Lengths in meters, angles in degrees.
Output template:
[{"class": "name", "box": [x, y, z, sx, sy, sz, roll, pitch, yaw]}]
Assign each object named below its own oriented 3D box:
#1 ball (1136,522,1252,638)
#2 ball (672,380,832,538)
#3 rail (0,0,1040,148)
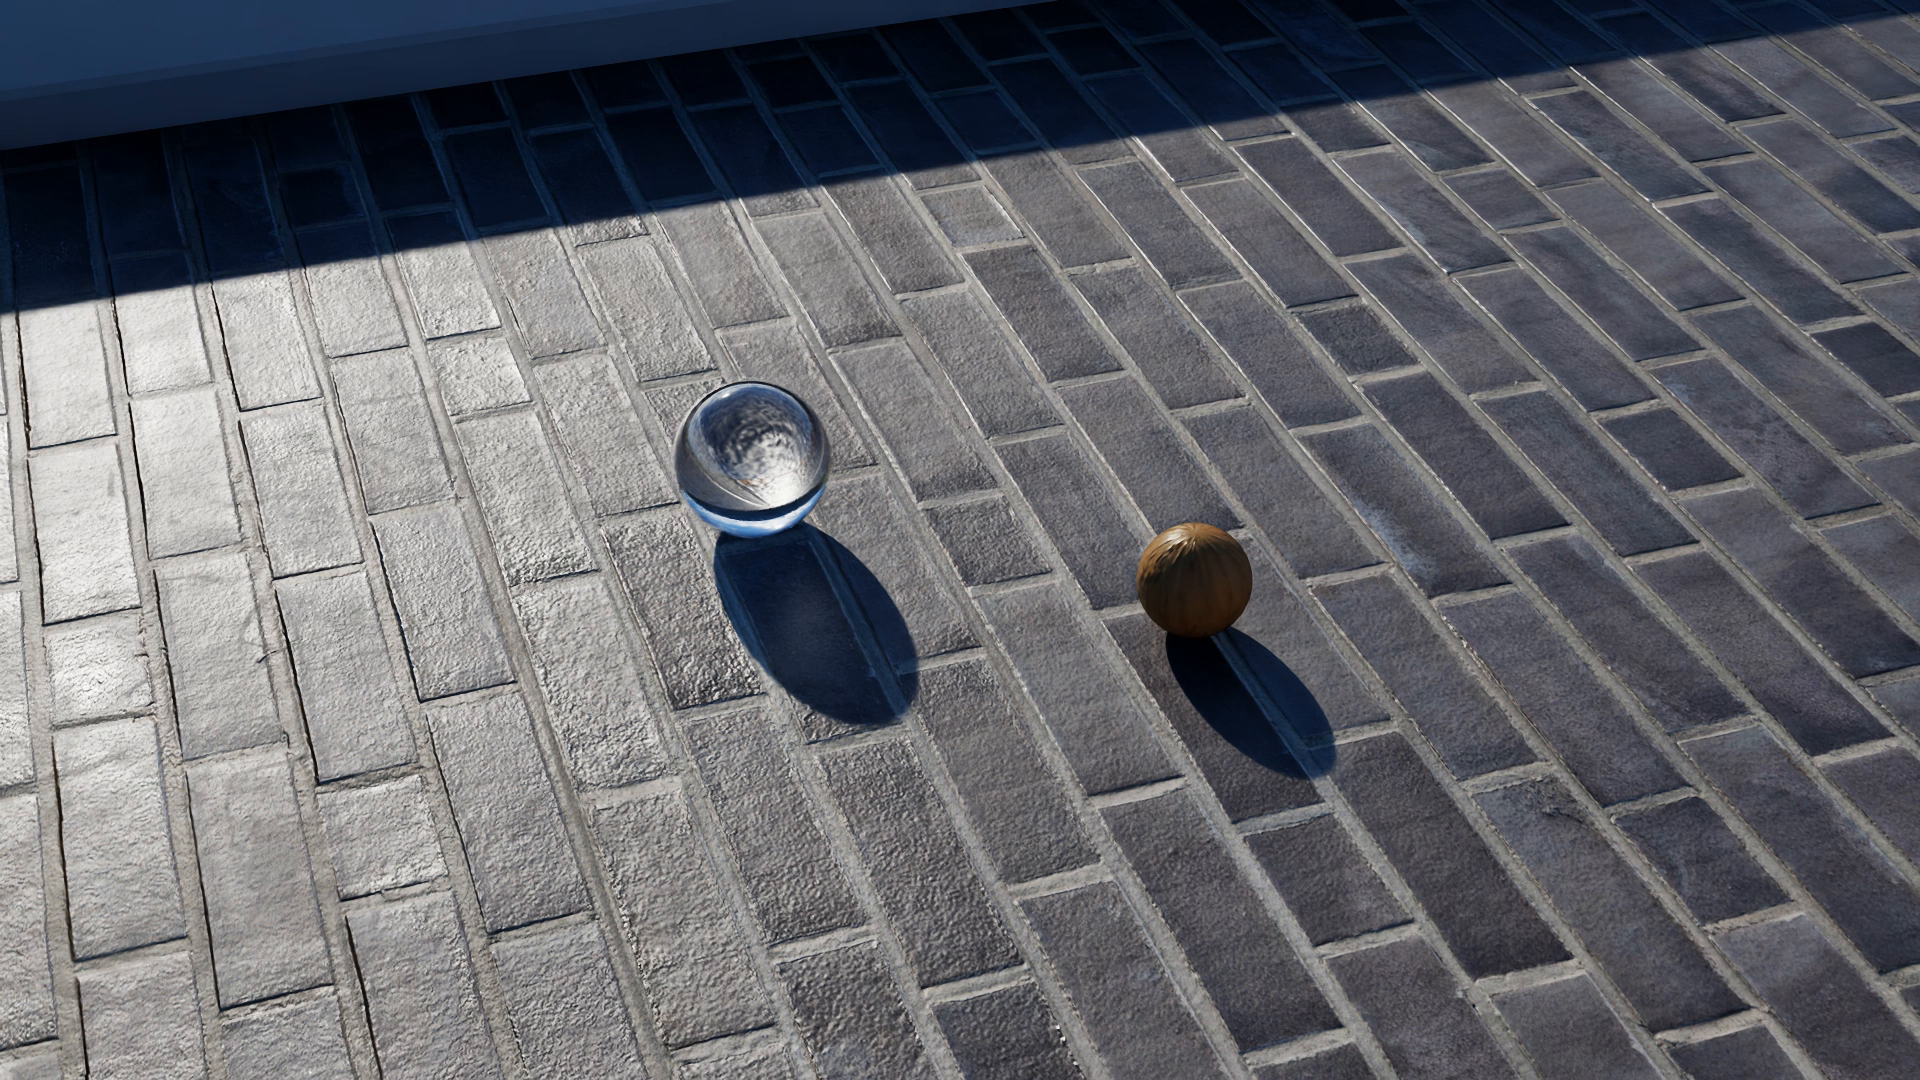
[{"class": "ball", "box": [0.139, 0.024, 1.523, 0.069, 0.069, 0.069, 0, 35, 0]}, {"class": "ball", "box": [-0.130, -0.050, 1.602, 0.099, 0.099, 0.099, 0, 35, 0]}, {"class": "rail", "box": [0.386, -0.583, 2.324, 2.723, 0.129, 0.045, -11, 37, -15]}]
